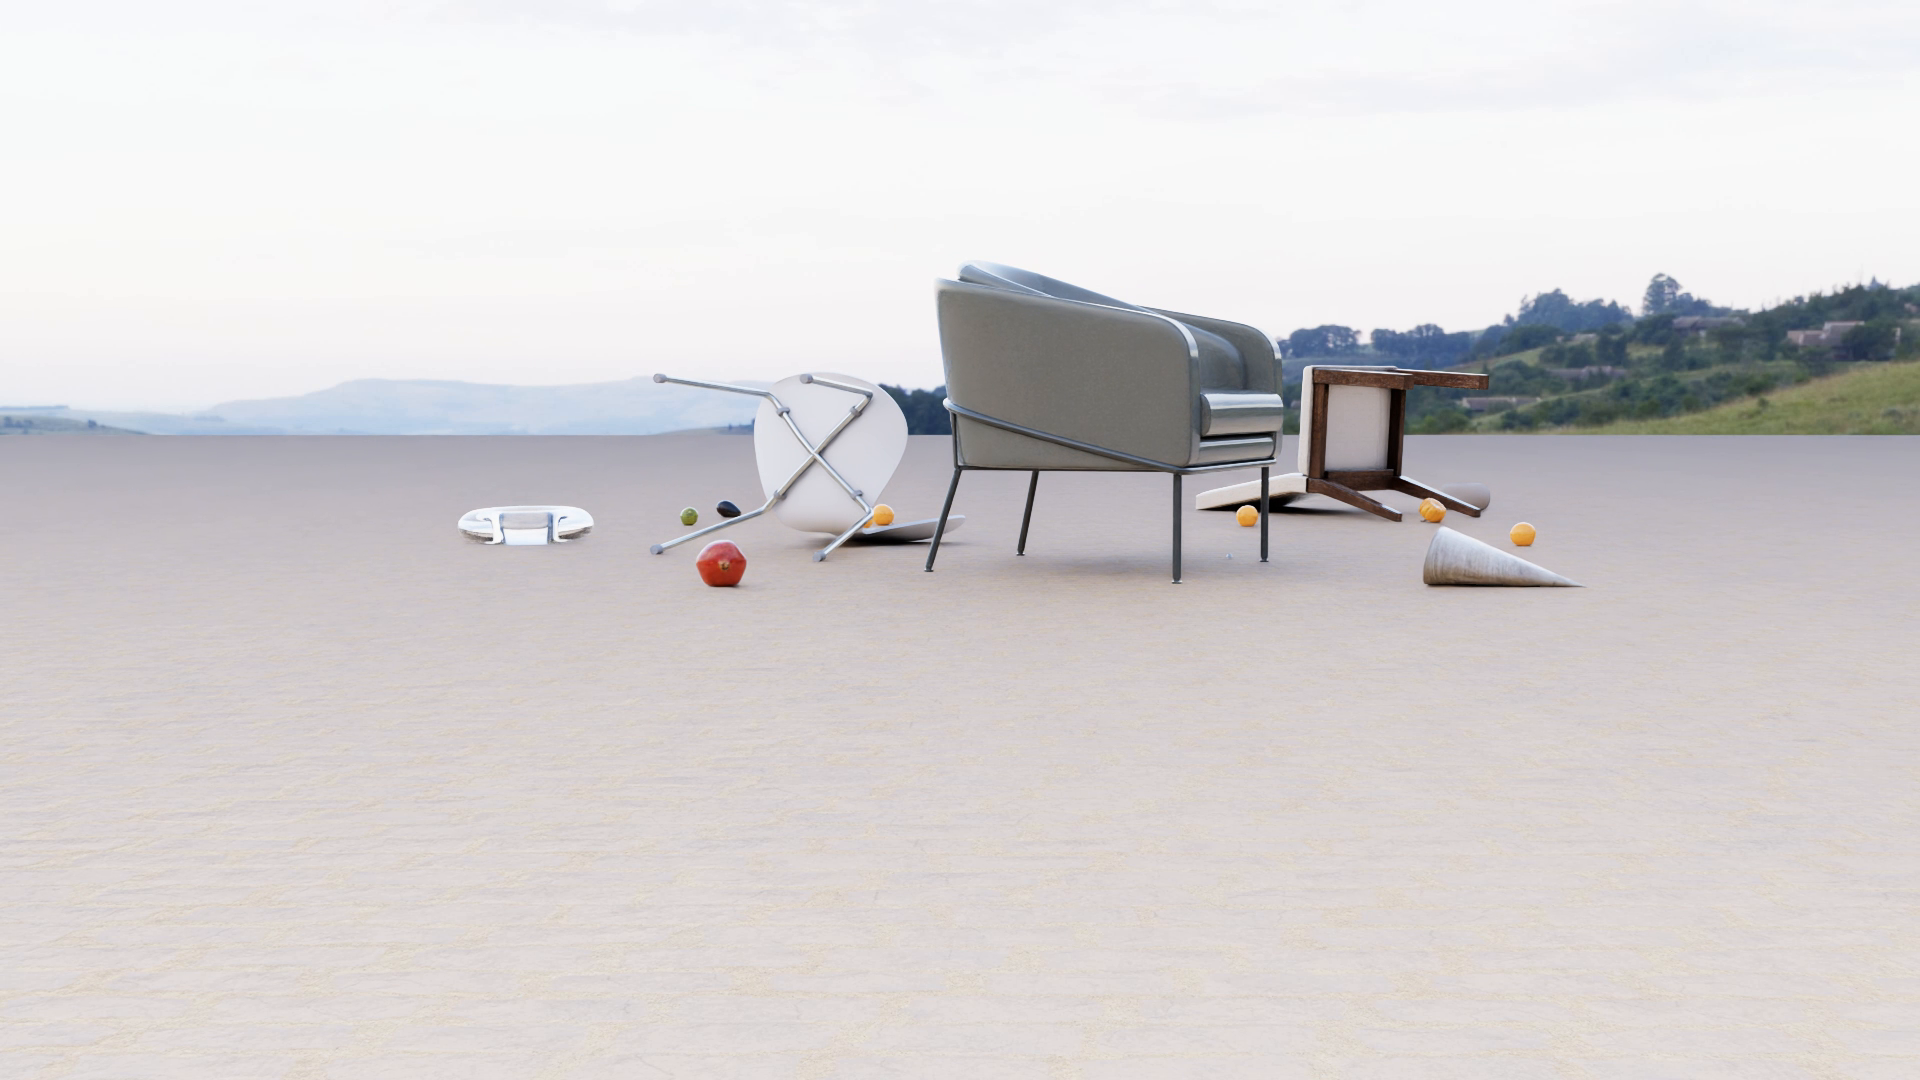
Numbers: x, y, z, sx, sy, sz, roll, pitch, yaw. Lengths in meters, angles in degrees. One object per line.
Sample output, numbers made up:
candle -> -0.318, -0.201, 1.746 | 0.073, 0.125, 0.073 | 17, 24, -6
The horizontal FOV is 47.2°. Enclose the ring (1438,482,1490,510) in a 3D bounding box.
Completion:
ring -> 1.880, -0.161, 8.197 | 0.190, 0.098, 0.142 | 0, 6, 19

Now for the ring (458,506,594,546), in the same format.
ring -> -1.273, -0.042, 6.450 | 0.394, 0.099, 0.348 | -1, 5, -5

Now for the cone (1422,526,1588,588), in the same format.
cone -> 1.262, 0.071, 5.035 | 0.351, 0.131, 0.315 | 13, 12, 19

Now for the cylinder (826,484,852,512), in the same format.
cylinder -> -0.443, -0.156, 8.118 | 0.105, 0.086, 0.121 | 43, 1, -5
